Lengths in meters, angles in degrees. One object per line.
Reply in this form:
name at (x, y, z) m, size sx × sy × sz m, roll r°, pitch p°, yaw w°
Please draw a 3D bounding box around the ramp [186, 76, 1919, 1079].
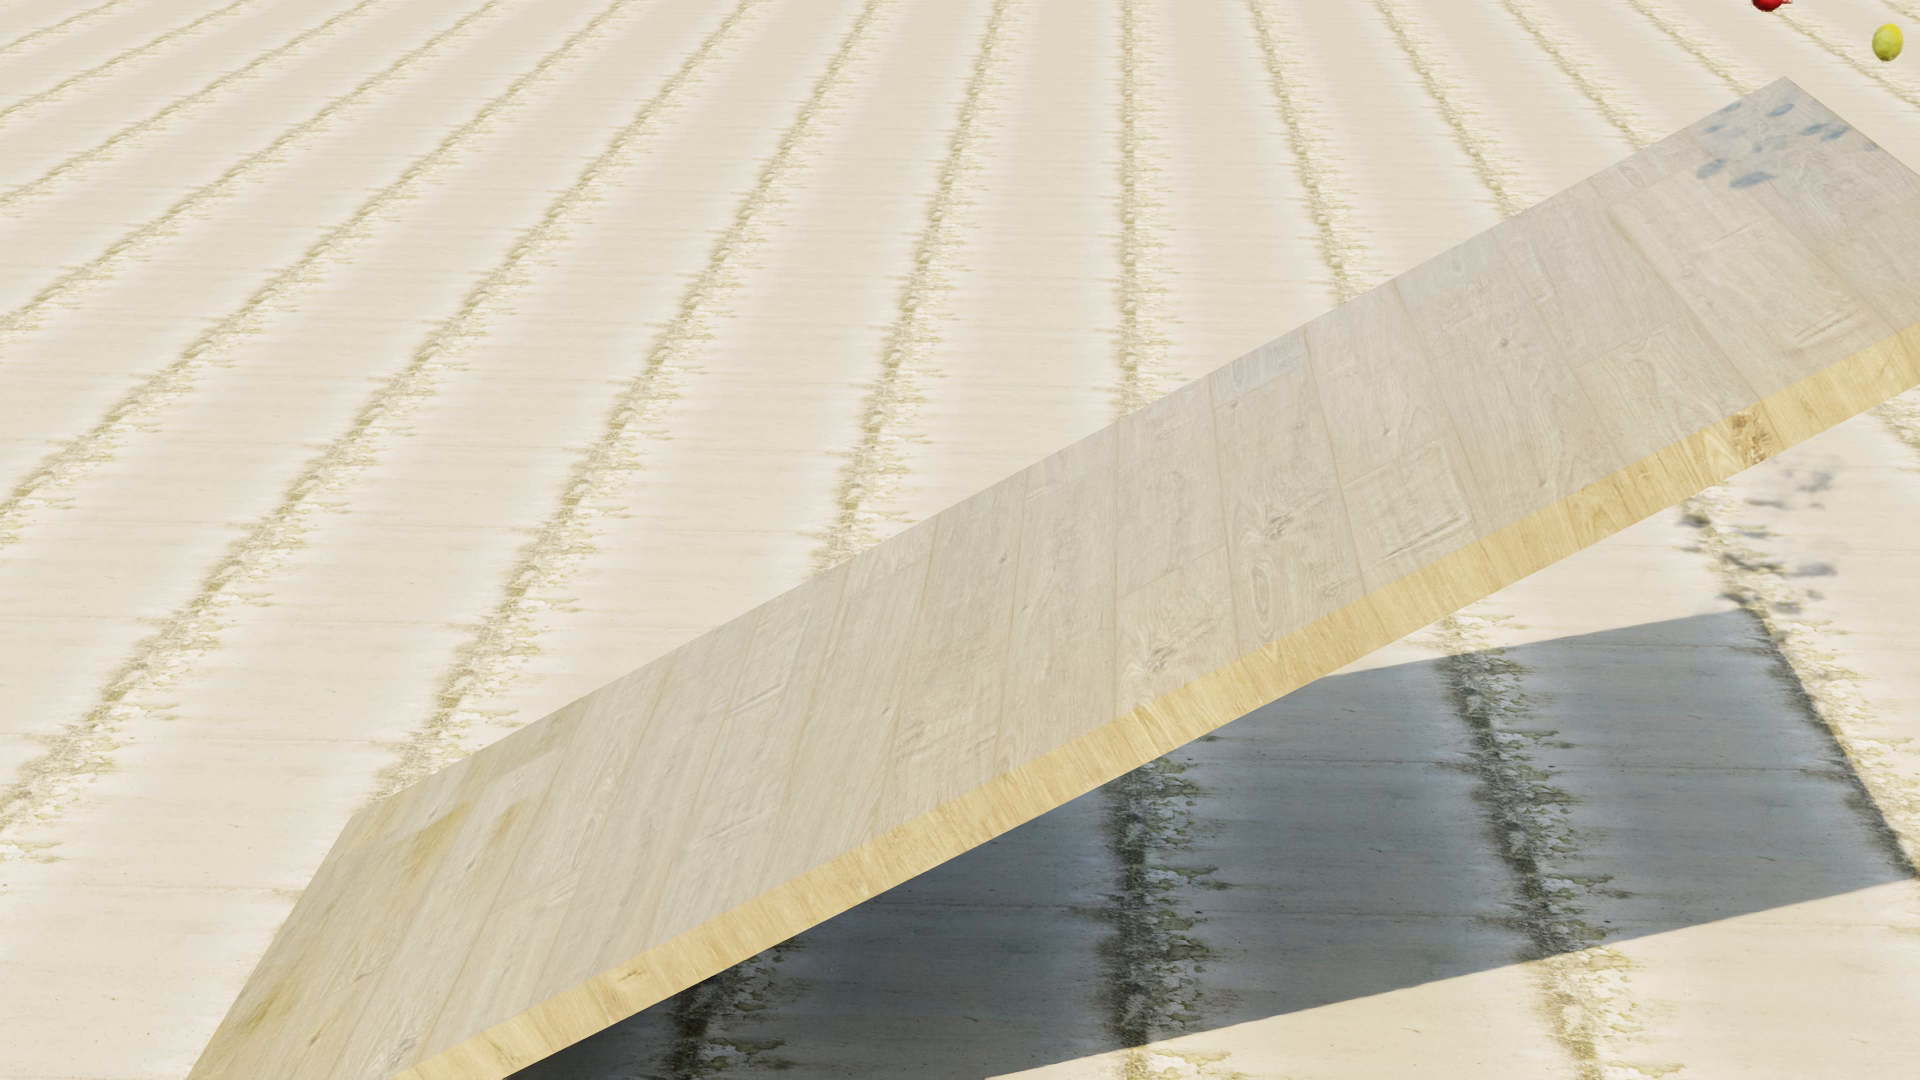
ramp at (0.142, 0.167, 6.282) m, size 4.000 × 0.100 × 2.000 m, roll -27°, pitch 14°, yaw 11°
